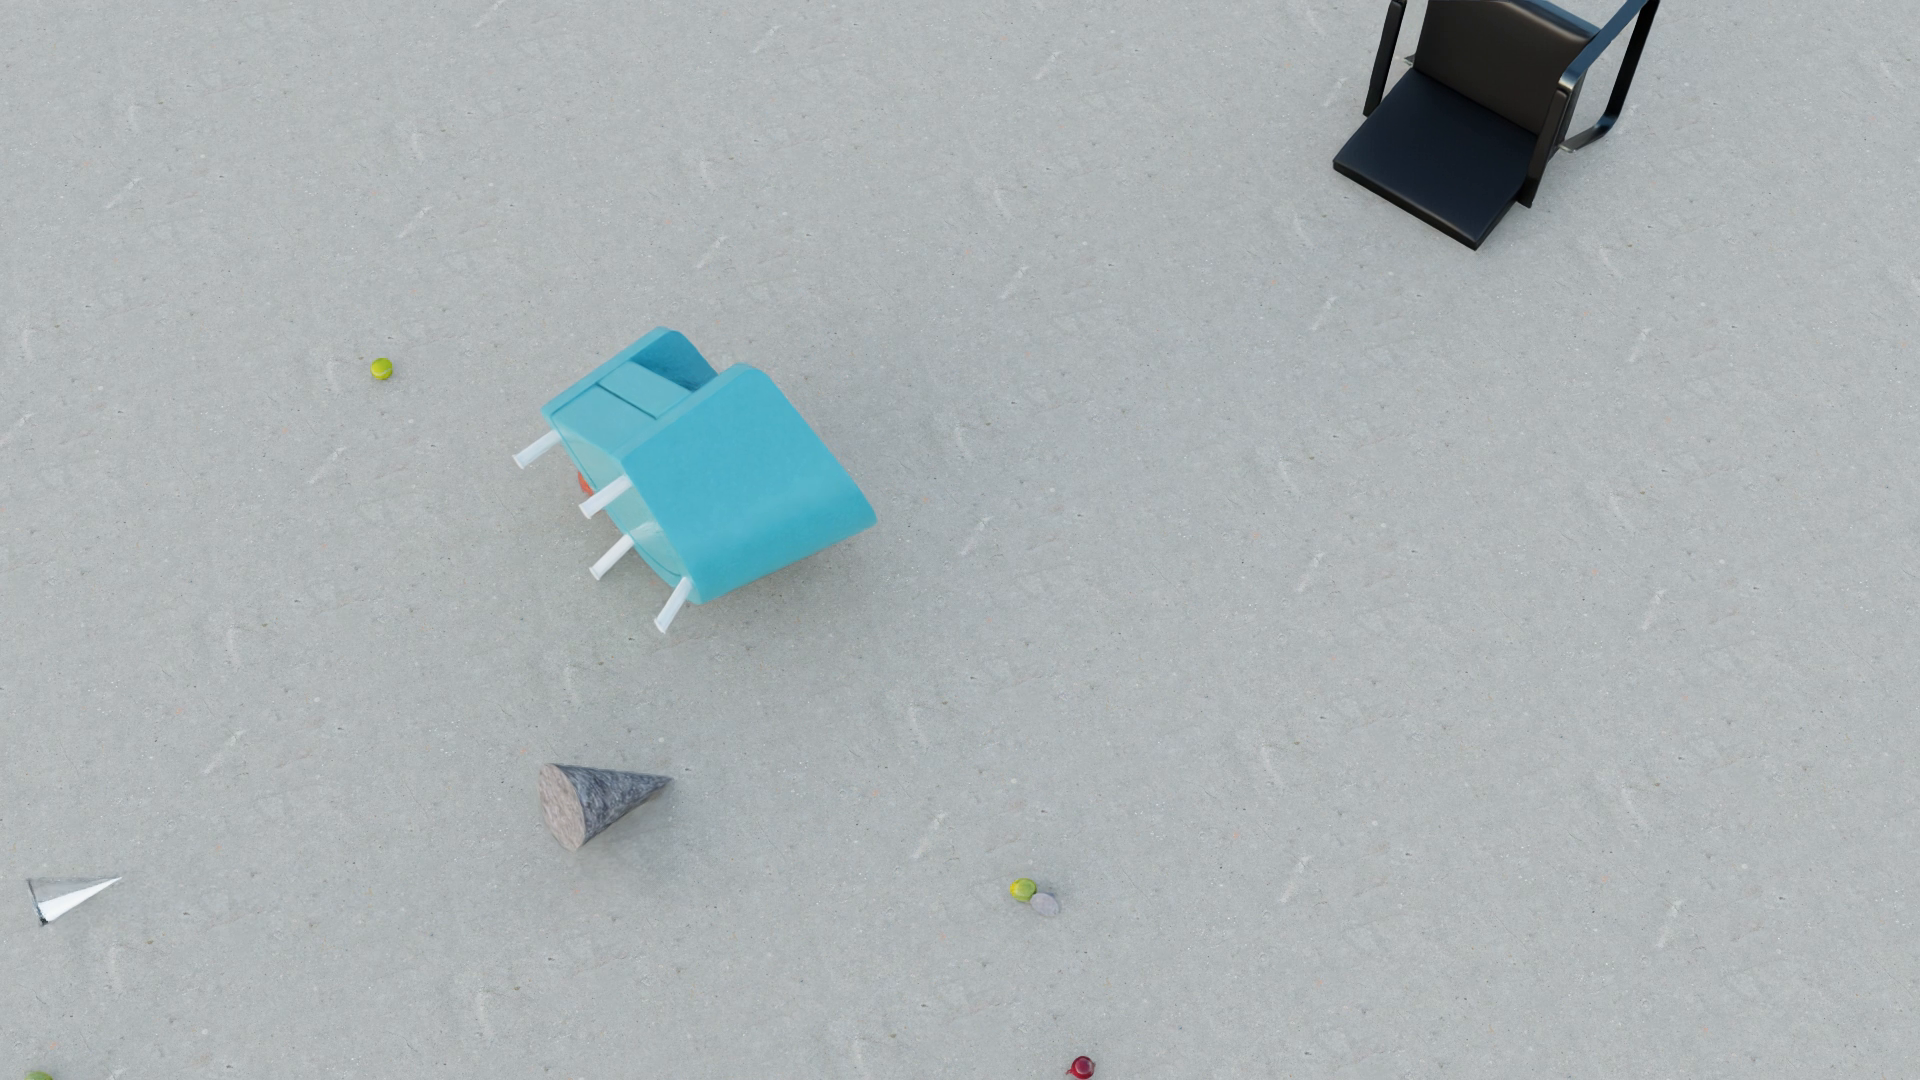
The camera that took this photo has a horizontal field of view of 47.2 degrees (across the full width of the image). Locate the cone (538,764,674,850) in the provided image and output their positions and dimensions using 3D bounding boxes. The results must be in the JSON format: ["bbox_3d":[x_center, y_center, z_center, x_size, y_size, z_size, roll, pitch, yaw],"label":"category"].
[{"bbox_3d":[-0.938,0.693,6.036,0.341,0.229,0.300,-11,18,-32],"label":"cone"}]

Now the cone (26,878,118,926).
[{"bbox_3d":[-2.370,0.940,5.908,0.228,0.095,0.193,-15,32,-27],"label":"cone"}]

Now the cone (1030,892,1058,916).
[{"bbox_3d":[0.238,0.963,5.910,0.080,0.067,0.063,15,29,19],"label":"cone"}]
